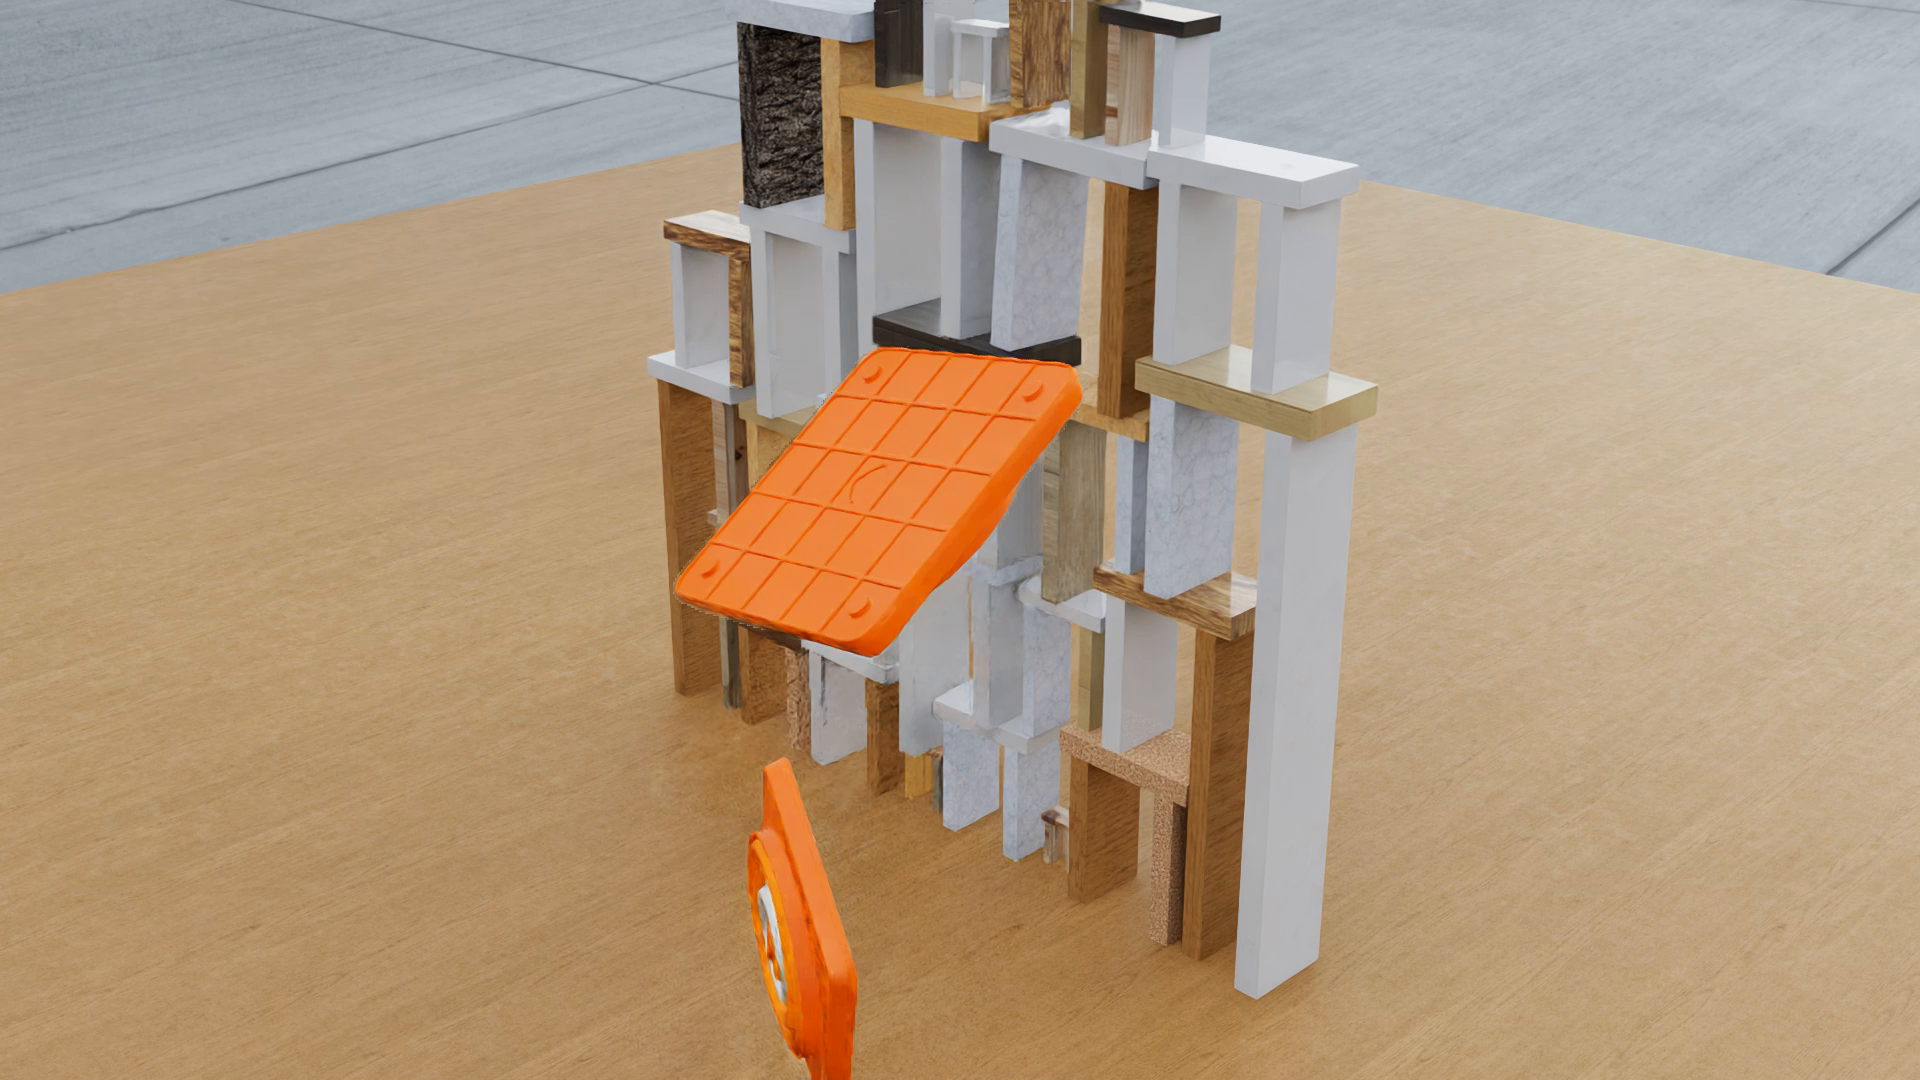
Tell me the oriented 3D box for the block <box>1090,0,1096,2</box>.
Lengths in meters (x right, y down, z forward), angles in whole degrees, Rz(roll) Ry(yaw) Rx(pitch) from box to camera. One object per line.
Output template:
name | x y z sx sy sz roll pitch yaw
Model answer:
block | 0.188 -0.948 3.642 0.113 0.032 0.226 -17 39 -36

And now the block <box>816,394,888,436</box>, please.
block | -0.167 -0.254 4.295 0.220 0.031 0.110 21 31 41

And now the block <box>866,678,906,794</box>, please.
block | -0.132 0.383 4.527 0.037 0.259 0.130 21 31 41

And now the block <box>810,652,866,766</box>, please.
block | -0.254 0.335 4.639 0.037 0.259 0.130 21 31 41

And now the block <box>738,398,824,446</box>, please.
block | -0.330 -0.251 4.474 0.233 0.033 0.117 21 31 40

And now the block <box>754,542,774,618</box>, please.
block | -0.401 0.070 4.687 0.025 0.175 0.087 21 30 35

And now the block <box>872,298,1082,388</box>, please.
block | 0.029 -0.364 4.008 0.180 0.051 0.360 -21 30 -40

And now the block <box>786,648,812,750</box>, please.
block | -0.314 0.322 4.703 0.033 0.234 0.117 21 31 41

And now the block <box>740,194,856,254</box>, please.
block | -0.264 -0.619 4.251 0.315 0.045 0.158 21 31 40

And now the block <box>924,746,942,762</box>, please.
block | -0.058 0.413 4.454 0.061 0.017 0.122 -21 31 -41

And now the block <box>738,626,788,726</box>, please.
block | -0.424 0.279 4.804 0.033 0.234 0.117 21 31 41

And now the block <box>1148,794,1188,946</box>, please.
block | 0.416 0.576 4.016 0.151 0.302 0.043 -21 31 -41

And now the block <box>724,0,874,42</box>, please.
block | -0.257 -0.984 4.092 0.351 0.050 0.175 21 31 40

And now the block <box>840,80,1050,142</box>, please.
block | -0.029 -0.772 3.919 0.179 0.051 0.357 -21 29 -40

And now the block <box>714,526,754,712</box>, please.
block | -0.486 0.160 4.817 0.087 0.442 0.025 -21 31 -40

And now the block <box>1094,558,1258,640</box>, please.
block | 0.399 0.087 3.833 0.306 0.043 0.153 21 31 40

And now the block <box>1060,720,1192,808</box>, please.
block | 0.344 0.389 4.014 0.302 0.043 0.151 21 31 41

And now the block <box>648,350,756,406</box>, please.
block | -0.517 -0.351 4.629 0.139 0.039 0.278 -21 30 -40

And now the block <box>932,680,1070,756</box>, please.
block | 0.079 0.342 4.278 0.246 0.035 0.123 20 31 39

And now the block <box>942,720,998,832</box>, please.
block | 0.022 0.447 4.389 0.035 0.246 0.123 22 32 40

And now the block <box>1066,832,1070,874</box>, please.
block | 0.227 0.597 4.238 0.013 0.091 0.045 21 31 41

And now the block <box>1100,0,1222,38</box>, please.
block | 0.319 -0.834 3.514 0.090 0.025 0.179 -21 32 -39

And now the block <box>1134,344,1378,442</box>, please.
block | 0.480 -0.250 3.589 0.358 0.051 0.179 21 31 40

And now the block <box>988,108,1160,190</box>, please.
block | 0.231 -0.660 3.693 0.342 0.048 0.171 23 32 39

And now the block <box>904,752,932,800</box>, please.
block | -0.084 0.465 4.509 0.017 0.121 0.061 21 31 41

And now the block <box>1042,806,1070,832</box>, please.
block | 0.205 0.541 4.237 0.091 0.013 0.045 21 31 41

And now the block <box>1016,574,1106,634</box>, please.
block | 0.214 0.111 4.042 0.208 0.029 0.104 21 31 40

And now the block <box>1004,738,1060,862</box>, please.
block | 0.140 0.492 4.284 0.035 0.246 0.123 22 32 39

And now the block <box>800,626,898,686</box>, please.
block | -0.193 0.223 4.525 0.130 0.037 0.259 -21 31 -41

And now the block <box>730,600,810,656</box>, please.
block | -0.369 0.177 4.701 0.234 0.033 0.117 21 31 41

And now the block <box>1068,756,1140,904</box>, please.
block | 0.273 0.520 4.147 0.043 0.302 0.151 21 31 41

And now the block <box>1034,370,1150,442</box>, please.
block | 0.265 -0.234 3.836 0.254 0.036 0.127 21 31 39

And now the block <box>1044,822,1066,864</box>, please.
block | 0.184 0.580 4.277 0.013 0.091 0.045 21 31 41

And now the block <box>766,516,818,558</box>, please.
block | -0.319 -0.007 4.568 0.165 0.023 0.082 21 31 41

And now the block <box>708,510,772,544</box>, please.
block | -0.447 -0.037 4.684 0.175 0.025 0.087 20 30 39

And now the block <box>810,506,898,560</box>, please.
block | -0.176 -0.024 4.400 0.121 0.034 0.241 -21 31 -40

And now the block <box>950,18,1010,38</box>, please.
block | 0.043 -0.883 3.795 0.057 0.016 0.113 -19 28 -41

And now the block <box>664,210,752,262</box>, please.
block | -0.467 -0.621 4.479 0.266 0.038 0.133 20 28 39

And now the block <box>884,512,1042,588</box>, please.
block | 0.016 0.003 4.185 0.154 0.044 0.309 -21 31 -40

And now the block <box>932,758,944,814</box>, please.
block | -0.027 0.487 4.456 0.061 0.121 0.017 -21 30 -41

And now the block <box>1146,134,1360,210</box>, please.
block | 0.460 -0.584 3.476 0.304 0.043 0.152 21 31 40
